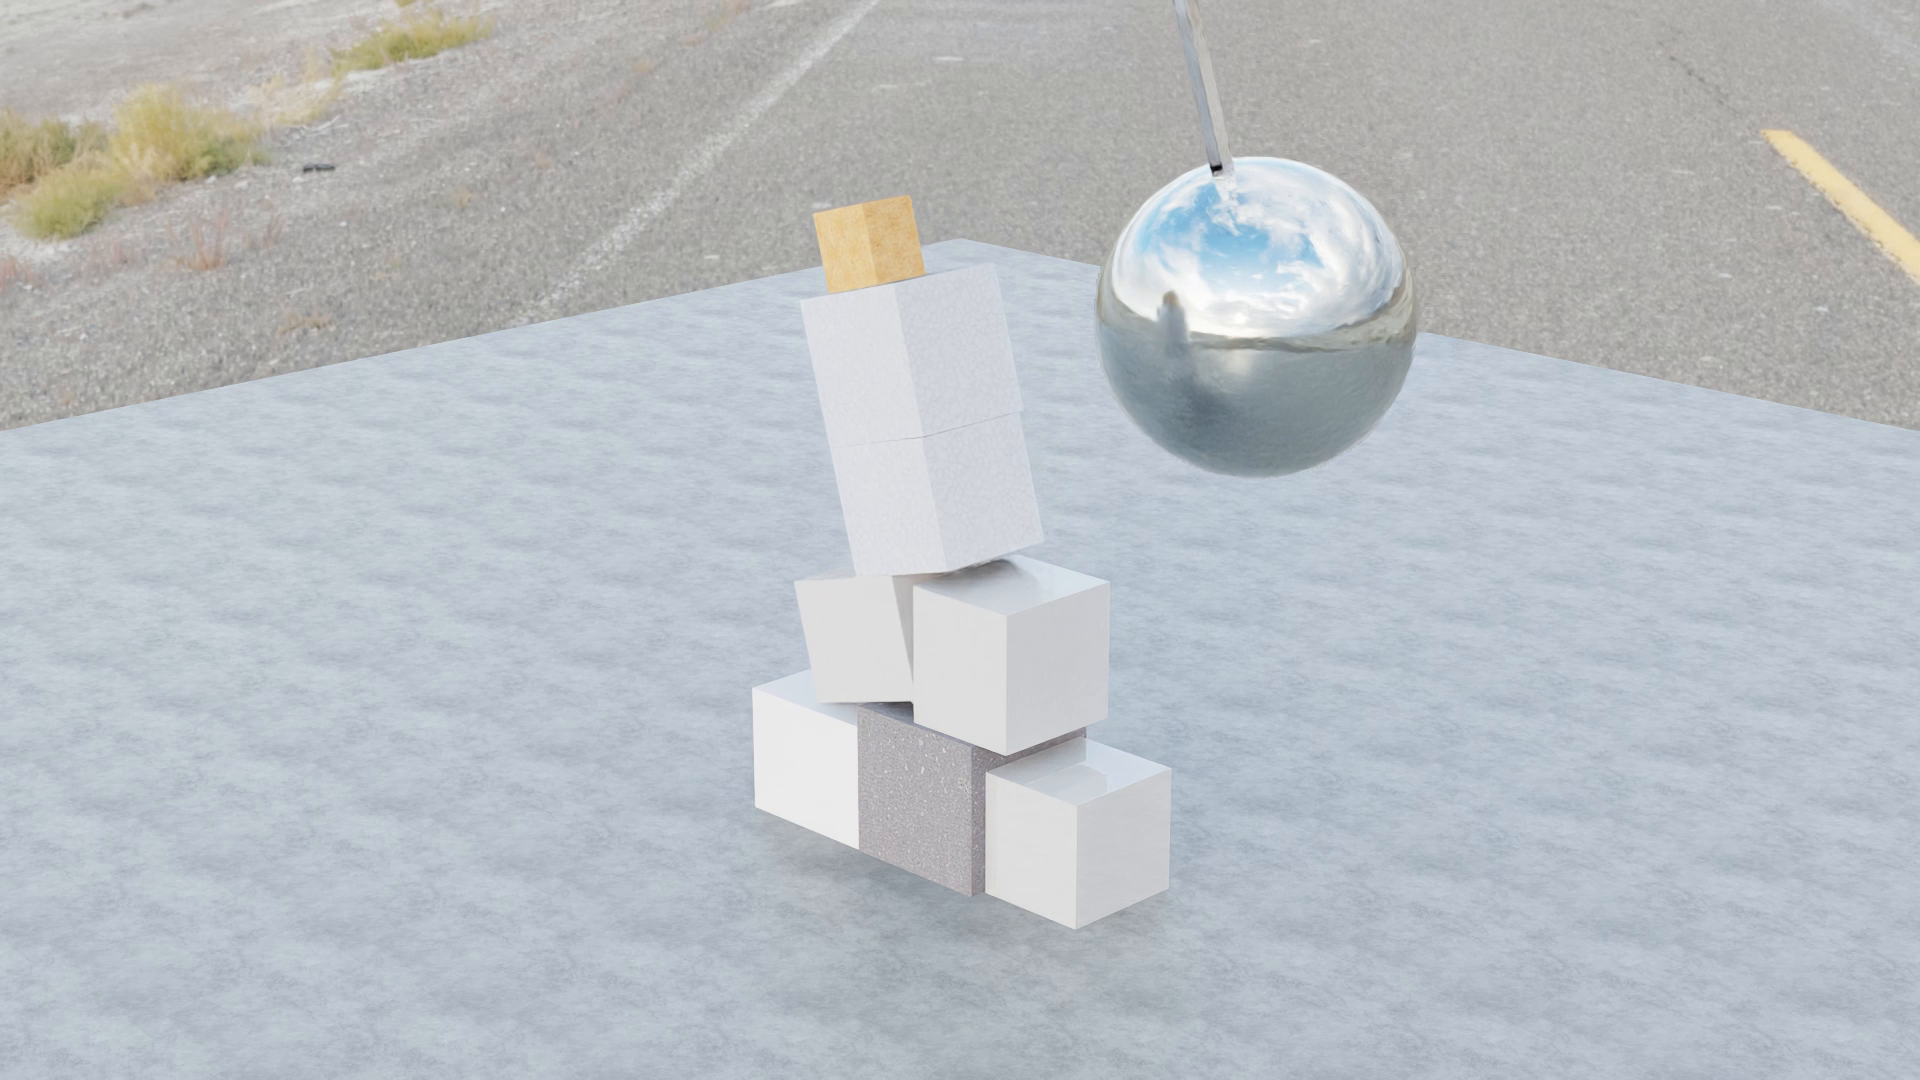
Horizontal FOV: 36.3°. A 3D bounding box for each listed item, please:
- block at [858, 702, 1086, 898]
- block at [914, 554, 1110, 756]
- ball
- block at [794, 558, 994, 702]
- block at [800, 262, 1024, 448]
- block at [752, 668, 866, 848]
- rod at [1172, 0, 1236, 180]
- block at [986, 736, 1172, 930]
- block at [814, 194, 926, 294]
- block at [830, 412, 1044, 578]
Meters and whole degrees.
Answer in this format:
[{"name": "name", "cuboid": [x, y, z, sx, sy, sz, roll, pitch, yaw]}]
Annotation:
[{"name": "block", "cuboid": [0.056, 1.107, 13.616, 0.754, 0.724, 0.741, -17, 24, -42]}, {"name": "block", "cuboid": [0.232, 0.508, 13.229, 0.667, 0.652, 0.582, -17, 24, -42]}, {"name": "ball", "cuboid": [1.467, -1.101, 14.533, 1.600, 1.600, 1.600, 0, 17, 0]}, {"name": "block", "cuboid": [-0.262, 0.395, 13.744, 0.642, 0.585, 0.688, -17, 8, -42]}, {"name": "block", "cuboid": [-0.219, -0.839, 13.328, 0.636, 0.686, 0.639, -17, 8, -42]}, {"name": "block", "cuboid": [-0.475, 1.001, 14.135, 0.736, 0.615, 0.735, -17, 24, -42]}, {"name": "rod", "cuboid": [0.636, -3.895, 12.784, 0.080, 5.200, 0.080, 17, 44, 42]}, {"name": "block", "cuboid": [0.531, 1.309, 13.201, 0.622, 0.587, 0.556, -17, 24, -42]}, {"name": "block", "cuboid": [-0.411, -1.344, 13.331, 0.317, 0.372, 0.319, -5, 8, 43]}, {"name": "block", "cuboid": [-0.103, -0.205, 13.377, 0.621, 0.605, 0.619, -17, 8, -42]}]
